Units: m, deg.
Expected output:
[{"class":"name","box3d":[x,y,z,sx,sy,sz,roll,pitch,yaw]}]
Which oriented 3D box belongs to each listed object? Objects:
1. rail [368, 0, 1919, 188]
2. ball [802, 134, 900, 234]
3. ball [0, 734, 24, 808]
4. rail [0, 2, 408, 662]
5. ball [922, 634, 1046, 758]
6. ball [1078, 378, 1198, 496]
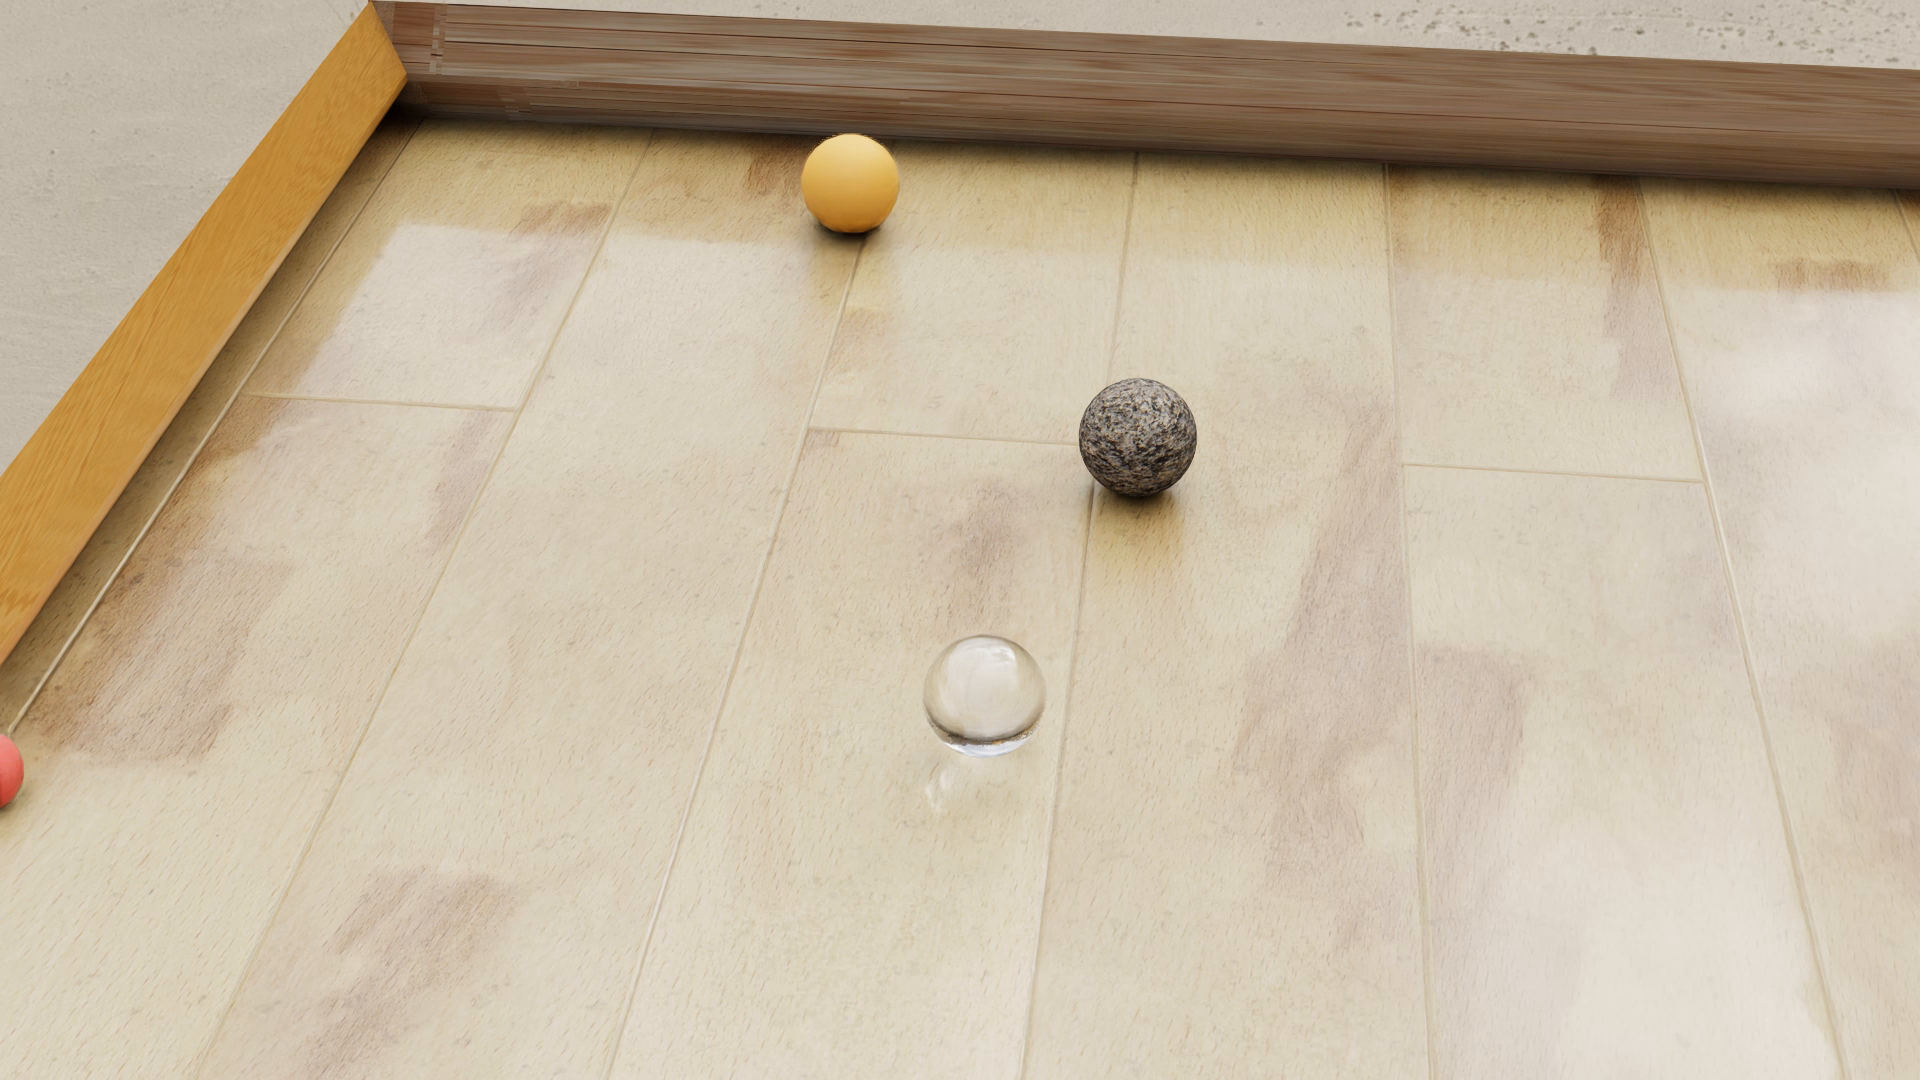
[{"class":"rail","box3d":[0.779,-0.400,2.515,2.792,0.125,0.045,4,34,5]},{"class":"ball","box3d":[-0.105,-0.341,2.458,0.094,0.094,0.094,0,34,0]},{"class":"ball","box3d":[-0.672,0.159,1.758,0.058,0.058,0.058,0,34,0]},{"class":"rail","box3d":[-0.670,-0.060,2.017,0.045,0.125,1.571,4,34,5]},{"class":"ball","box3d":[0.017,0.109,1.803,0.088,0.088,0.088,0,34,0]},{"class":"ball","box3d":[0.144,-0.083,2.078,0.096,0.096,0.096,0,34,0]}]
